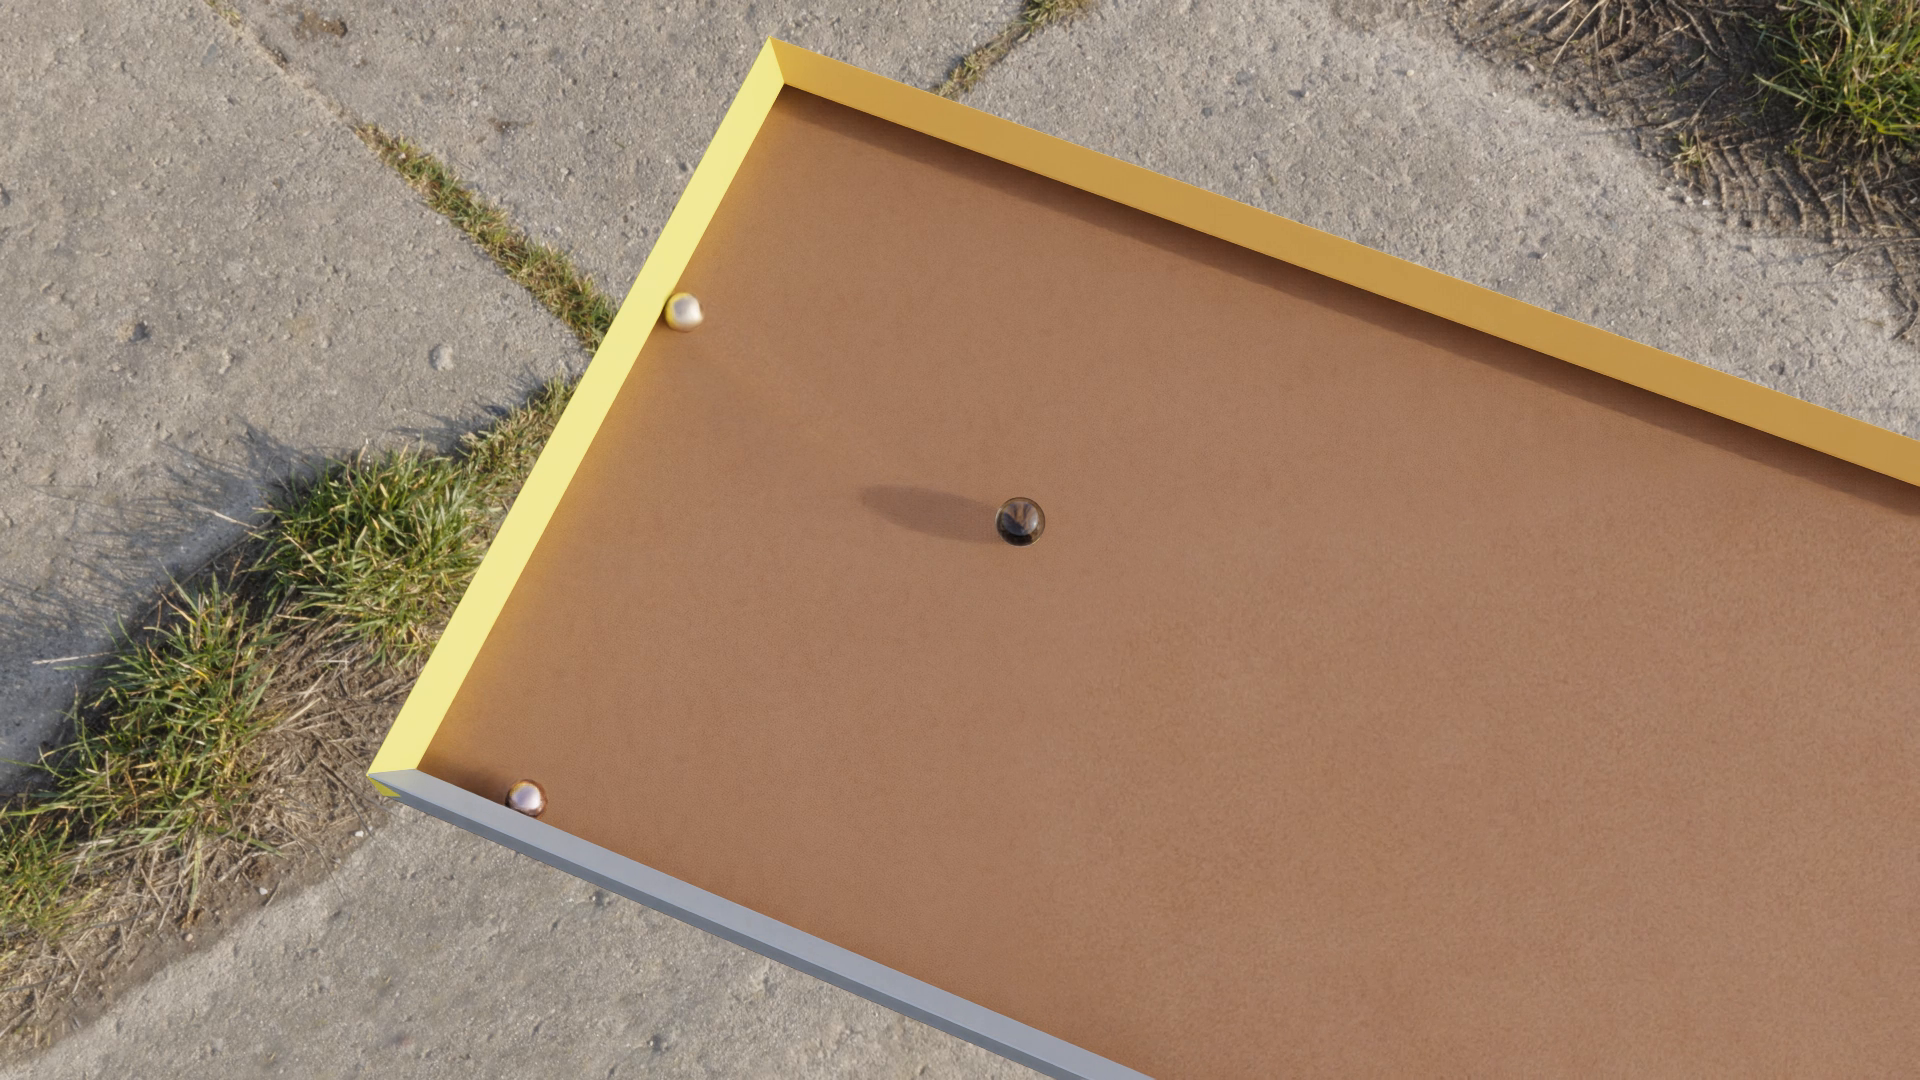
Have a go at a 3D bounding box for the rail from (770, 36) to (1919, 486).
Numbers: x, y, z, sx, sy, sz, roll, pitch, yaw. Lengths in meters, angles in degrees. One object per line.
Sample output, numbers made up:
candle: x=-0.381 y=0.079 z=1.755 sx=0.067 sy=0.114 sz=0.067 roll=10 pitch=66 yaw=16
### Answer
rail: x=0.881 y=-0.364 z=3.652 sx=2.649 sy=0.105 sz=0.045 roll=21 pitch=68 yaw=9

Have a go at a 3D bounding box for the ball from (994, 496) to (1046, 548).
ball: x=0.097 y=-0.029 z=3.523 sx=0.081 sy=0.081 sz=0.081 roll=0 pitch=67 yaw=0

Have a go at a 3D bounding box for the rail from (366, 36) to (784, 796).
rail: x=-0.589 y=-0.233 z=3.596 sx=0.045 sy=0.105 sz=1.445 roll=21 pitch=68 yaw=9

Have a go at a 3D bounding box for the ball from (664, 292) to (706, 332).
ball: x=-0.461 y=-0.381 z=3.681 sx=0.069 sy=0.069 sz=0.069 roll=0 pitch=67 yaw=0

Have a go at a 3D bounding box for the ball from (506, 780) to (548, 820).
ball: x=-0.660 y=0.397 z=3.351 sx=0.064 sy=0.064 sz=0.064 roll=0 pitch=67 yaw=0

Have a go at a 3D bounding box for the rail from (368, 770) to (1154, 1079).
rail: x=0.341 y=0.822 z=3.145 sx=2.649 sy=0.105 sz=0.045 roll=21 pitch=68 yaw=9
